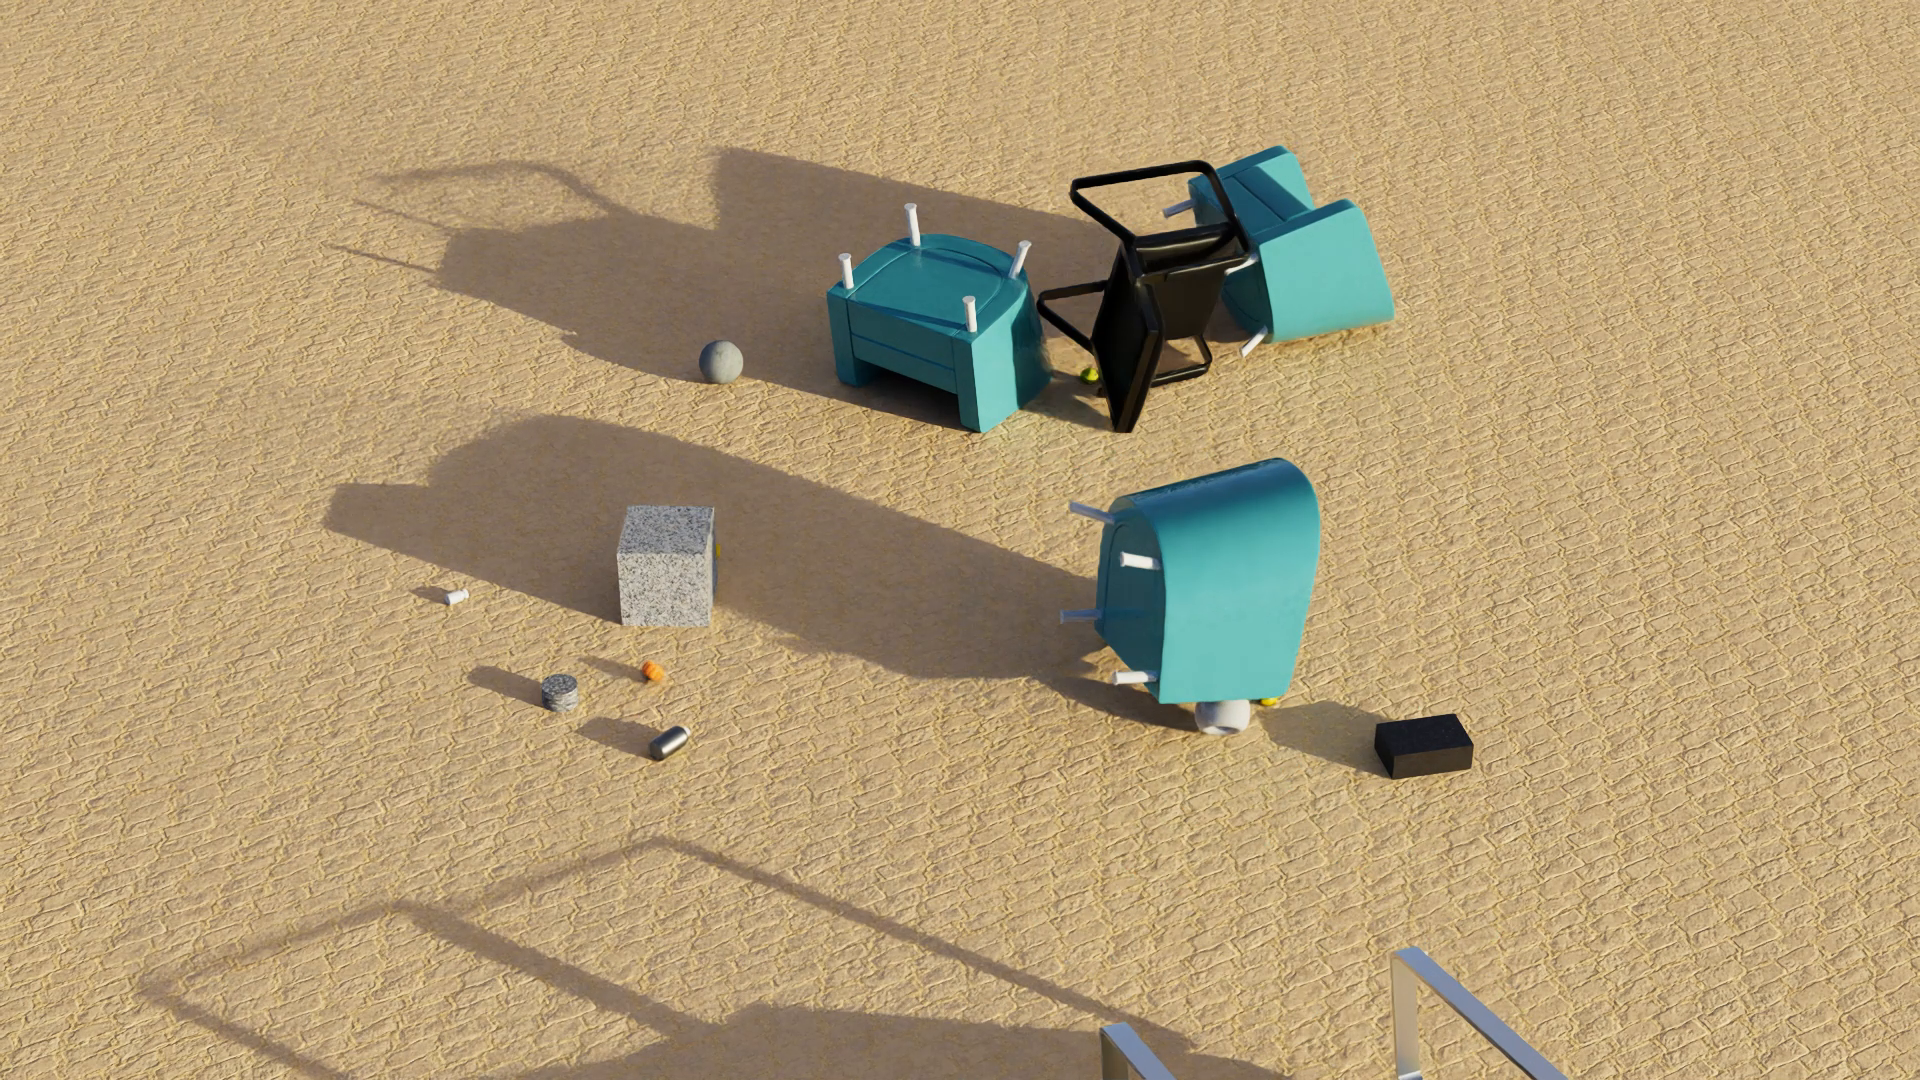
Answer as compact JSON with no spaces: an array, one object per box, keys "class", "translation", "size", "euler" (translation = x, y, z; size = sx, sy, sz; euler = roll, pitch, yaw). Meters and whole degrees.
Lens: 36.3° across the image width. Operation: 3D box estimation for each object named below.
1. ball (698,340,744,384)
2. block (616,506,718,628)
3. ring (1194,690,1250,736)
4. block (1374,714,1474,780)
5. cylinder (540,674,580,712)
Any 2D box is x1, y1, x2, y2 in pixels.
[{"class":"ball","translation":[-0.967,-0.720,11.873],"size":[0.180,0.180,0.180],"euler":[0,33,0]},{"class":"block","translation":[-1.047,0.093,10.521],"size":[0.310,0.311,0.314],"euler":[1,33,1]},{"class":"ring","translation":[0.887,0.584,9.908],"size":[0.190,0.155,0.128],"euler":[-2,68,18]},{"class":"block","translation":[1.551,0.690,9.806],"size":[0.278,0.100,0.181],"euler":[-7,34,-10]},{"class":"cylinder","translation":[-1.375,0.526,10.079],"size":[0.126,0.074,0.122],"euler":[14,36,20]}]
